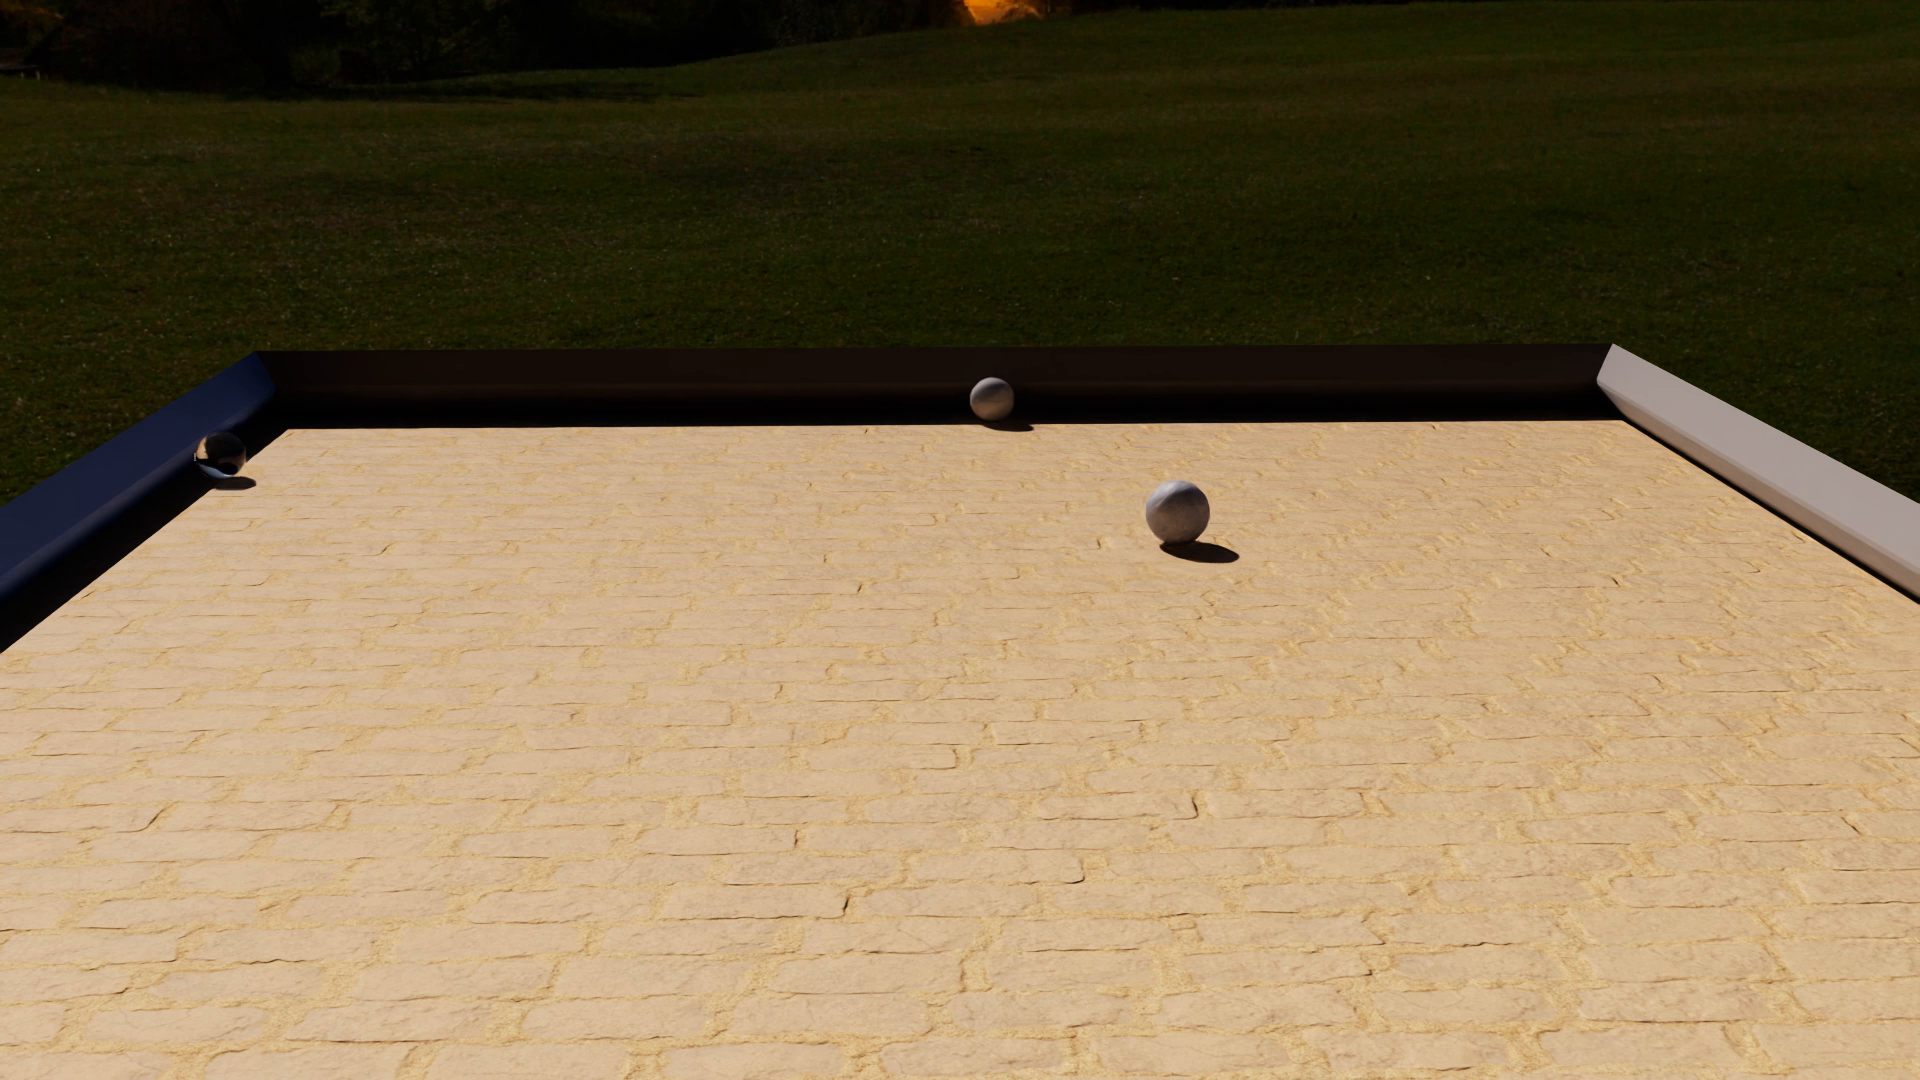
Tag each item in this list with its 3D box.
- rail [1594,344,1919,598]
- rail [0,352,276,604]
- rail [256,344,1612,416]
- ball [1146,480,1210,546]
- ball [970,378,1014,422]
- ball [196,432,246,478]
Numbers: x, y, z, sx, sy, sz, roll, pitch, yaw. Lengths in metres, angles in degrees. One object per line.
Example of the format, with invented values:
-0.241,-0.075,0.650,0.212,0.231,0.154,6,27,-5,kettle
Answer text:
1.242,0.249,1.938,0.045,0.118,4.339,0,15,-2,rail
-1.172,0.269,1.863,0.045,0.118,4.339,0,15,-2,rail
-0.034,-0.286,3.975,2.463,0.118,0.045,0,15,-2,rail
0.306,-0.038,3.089,0.091,0.091,0.091,0,15,0,ball
0.058,-0.250,3.916,0.080,0.080,0.080,0,15,0,ball
-1.171,-0.135,3.486,0.075,0.075,0.075,0,15,0,ball
